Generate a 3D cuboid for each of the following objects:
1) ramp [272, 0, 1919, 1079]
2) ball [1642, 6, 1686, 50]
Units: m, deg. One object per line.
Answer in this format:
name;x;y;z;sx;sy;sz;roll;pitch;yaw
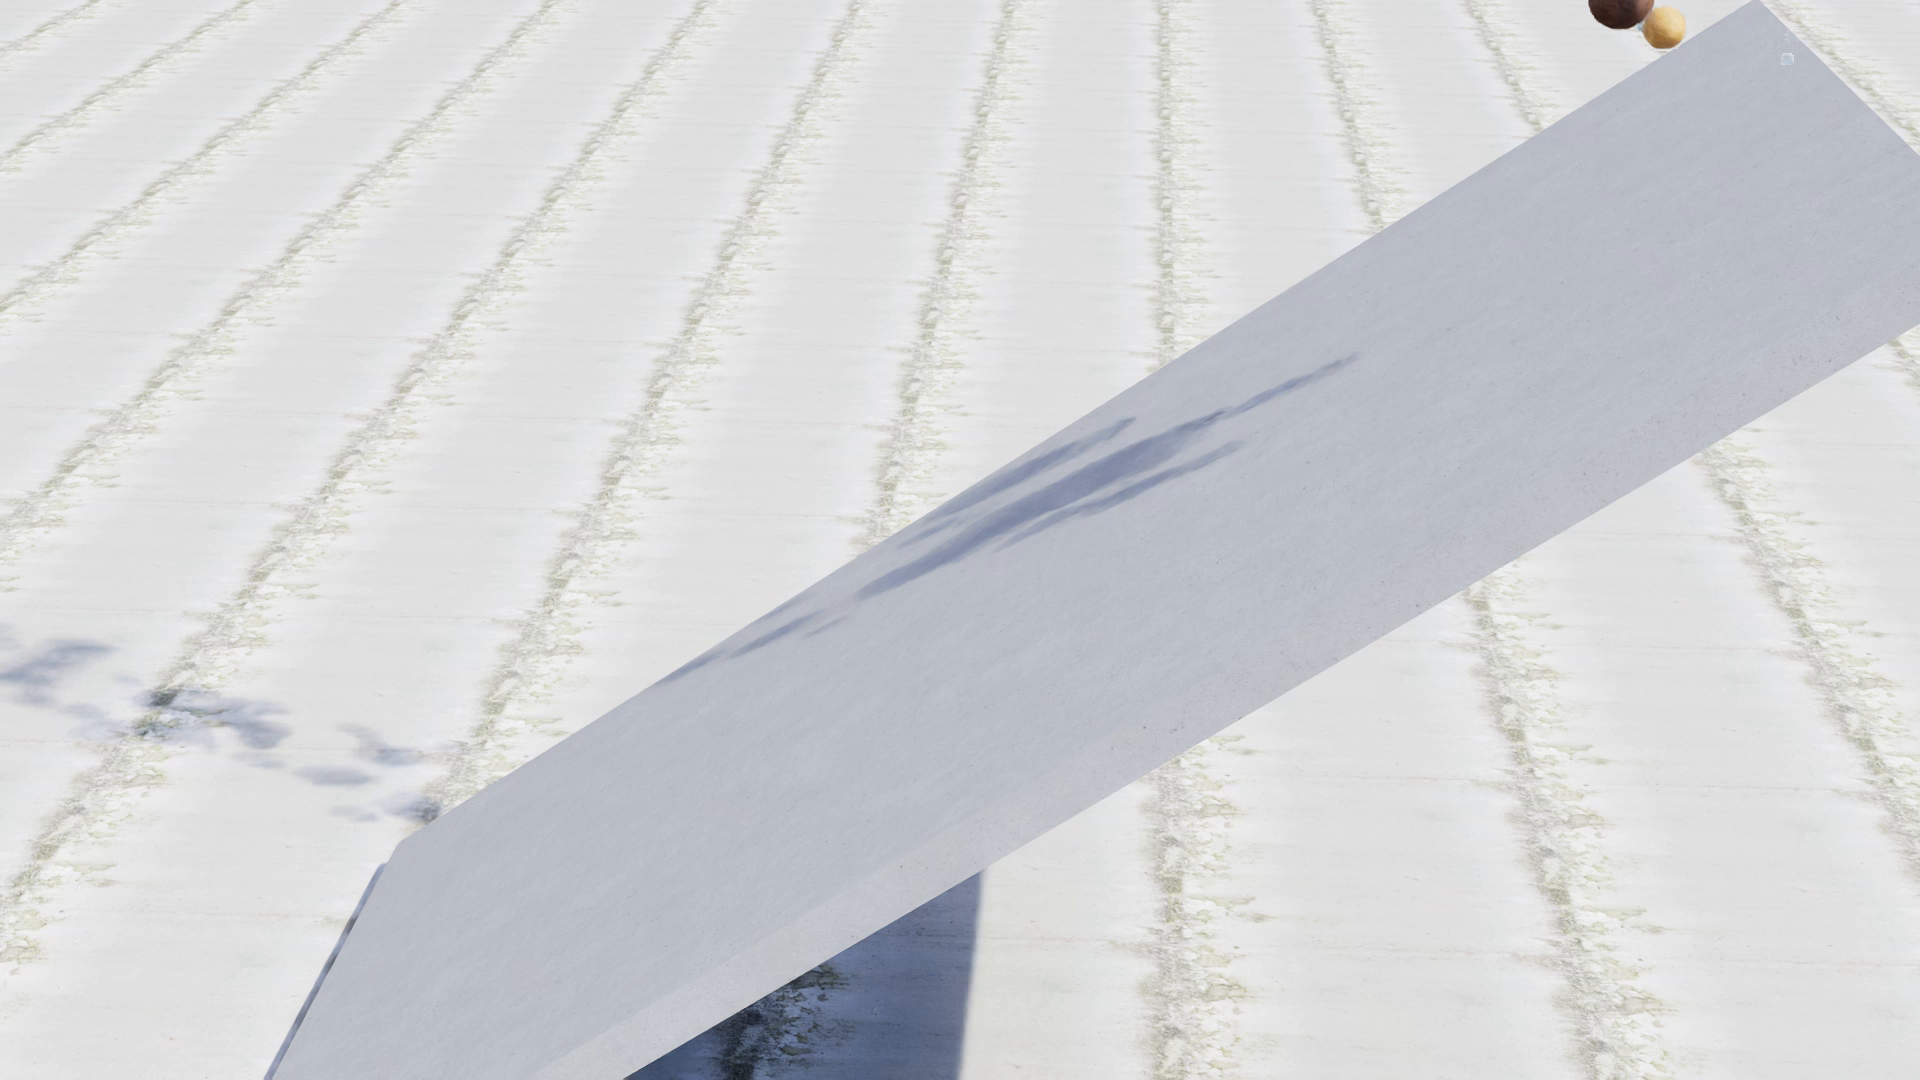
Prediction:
ramp;0.137;0.172;6.301;4.000;0.100;2.000;-32;16;14
ball;1.318;-0.958;5.501;0.081;0.081;0.081;0;21;0
